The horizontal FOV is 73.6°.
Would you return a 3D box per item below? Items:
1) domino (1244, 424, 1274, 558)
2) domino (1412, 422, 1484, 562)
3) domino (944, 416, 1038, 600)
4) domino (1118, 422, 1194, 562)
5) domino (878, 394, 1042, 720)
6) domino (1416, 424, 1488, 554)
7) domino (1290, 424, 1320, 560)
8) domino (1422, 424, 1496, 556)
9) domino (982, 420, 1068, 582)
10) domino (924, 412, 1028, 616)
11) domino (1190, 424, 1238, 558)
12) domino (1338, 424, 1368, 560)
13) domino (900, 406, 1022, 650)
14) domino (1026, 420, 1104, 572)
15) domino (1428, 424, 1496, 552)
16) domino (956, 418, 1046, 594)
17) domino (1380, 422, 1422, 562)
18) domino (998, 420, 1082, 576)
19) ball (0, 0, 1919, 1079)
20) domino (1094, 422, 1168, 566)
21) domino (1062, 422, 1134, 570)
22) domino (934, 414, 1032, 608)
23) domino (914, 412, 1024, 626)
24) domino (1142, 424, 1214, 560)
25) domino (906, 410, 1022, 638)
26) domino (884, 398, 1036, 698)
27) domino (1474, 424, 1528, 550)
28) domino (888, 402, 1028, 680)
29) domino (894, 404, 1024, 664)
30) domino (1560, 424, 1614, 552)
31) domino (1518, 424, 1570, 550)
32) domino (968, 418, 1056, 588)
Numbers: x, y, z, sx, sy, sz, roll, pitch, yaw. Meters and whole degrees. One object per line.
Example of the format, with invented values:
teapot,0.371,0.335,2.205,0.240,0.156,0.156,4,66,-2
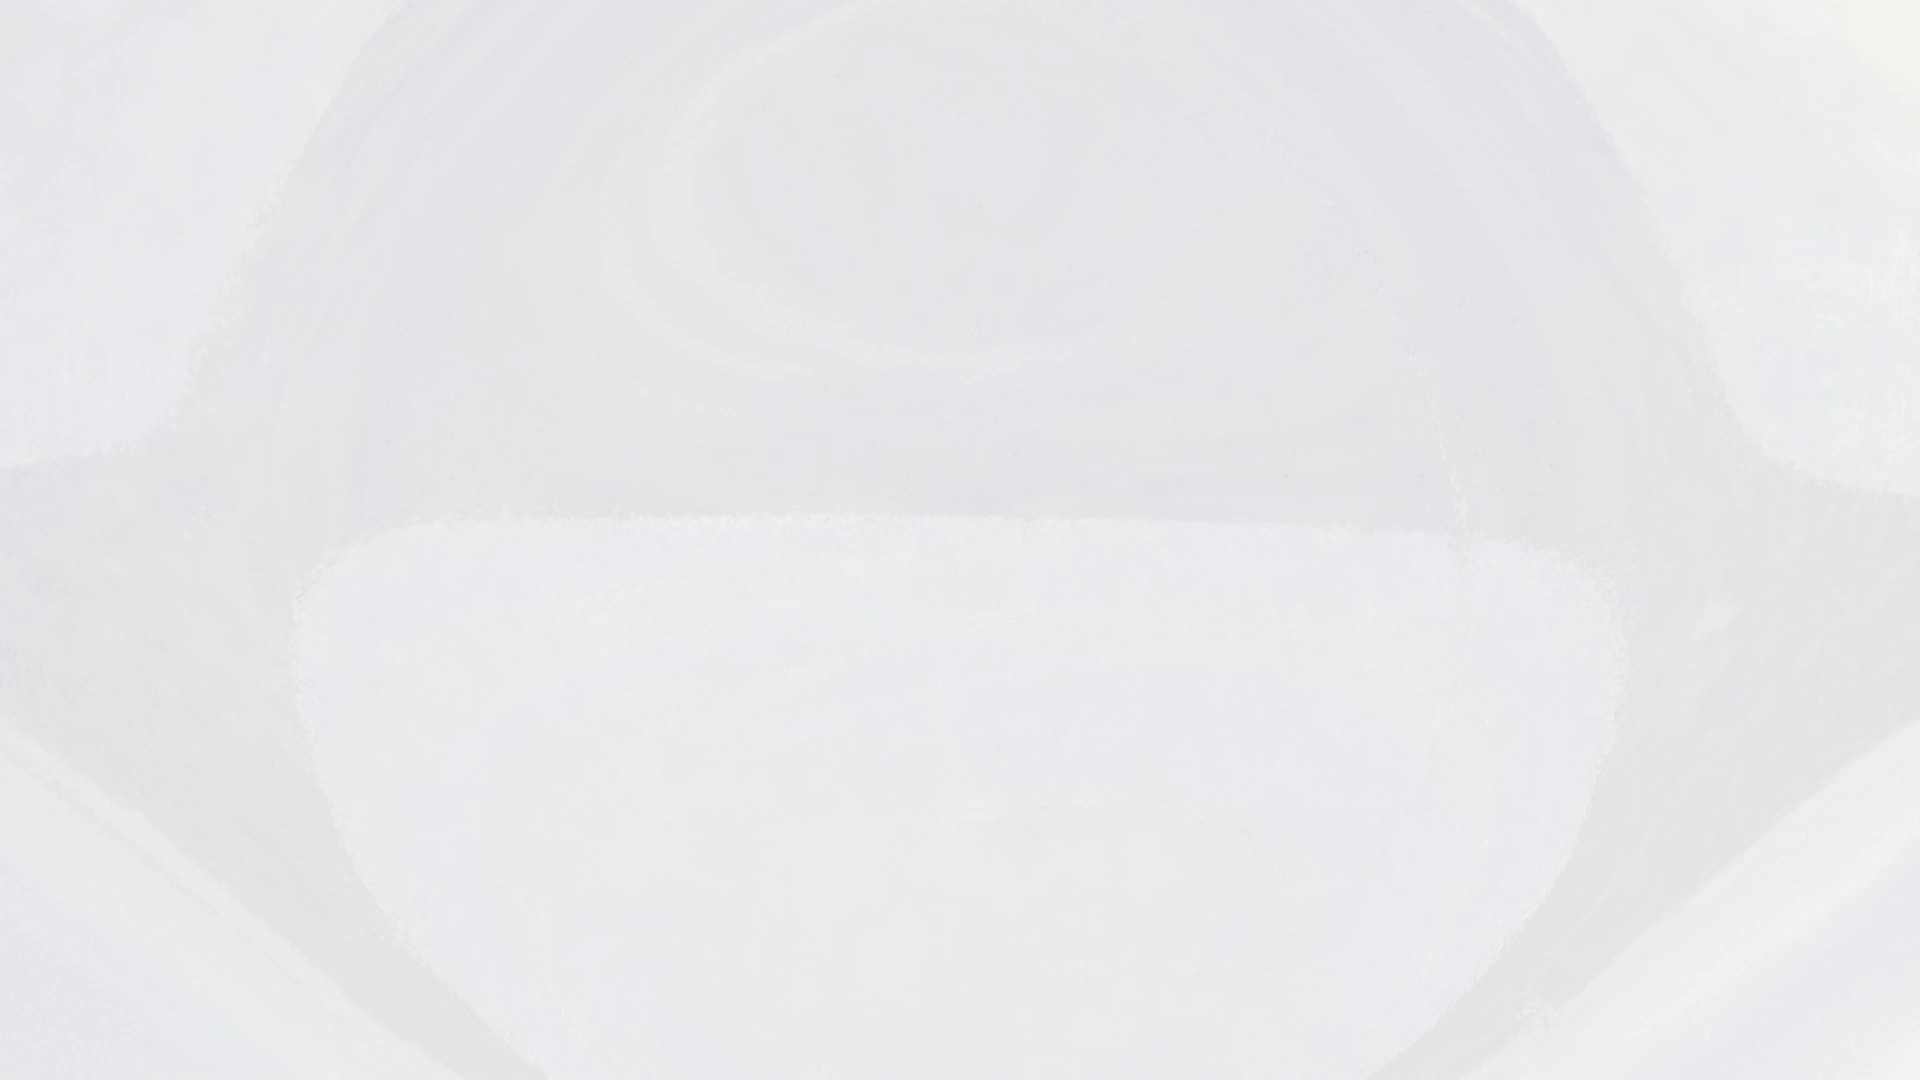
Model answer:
domino,0.114,-0.019,0.489,0.009,0.050,0.025,1,4,12
domino,0.180,-0.018,0.475,0.009,0.050,0.025,-2,5,-21
domino,0.009,-0.009,0.354,0.025,0.050,0.010,1,4,10
domino,0.072,-0.018,0.470,0.025,0.050,0.009,3,5,33
domino,0.000,0.002,0.201,0.025,0.050,0.009,0,4,0
domino,0.193,-0.020,0.505,0.025,0.050,0.009,2,5,20
domino,0.131,-0.019,0.485,0.009,0.050,0.025,1,4,16
domino,0.190,-0.019,0.490,0.025,0.050,0.009,2,5,21
domino,0.020,-0.013,0.404,0.025,0.050,0.009,1,4,17
domino,0.004,-0.006,0.320,0.025,0.050,0.010,0,4,6
domino,0.097,-0.019,0.491,0.009,0.050,0.025,-1,4,-8
domino,0.147,-0.018,0.480,0.009,0.050,0.025,1,4,16
domino,0.000,-0.003,0.269,0.025,0.050,0.009,0,4,2
domino,0.035,-0.015,0.434,0.025,0.050,0.009,4,6,40
domino,0.203,-0.021,0.519,0.010,0.050,0.025,-2,5,-24
domino,0.012,-0.010,0.371,0.025,0.050,0.010,1,4,12
domino,0.164,-0.018,0.476,0.009,0.050,0.025,1,4,11
domino,0.026,-0.014,0.420,0.025,0.050,0.009,2,5,25
ball,0.000,-0.002,0.056,0.080,0.080,0.080,0,4,0
domino,0.061,-0.017,0.457,0.009,0.050,0.025,-4,6,-41
domino,0.048,-0.016,0.446,0.009,0.050,0.025,-4,6,-40
domino,0.006,-0.008,0.337,0.025,0.050,0.010,1,4,8
domino,0.002,-0.005,0.303,0.025,0.050,0.010,0,4,5
domino,0.082,-0.019,0.483,0.009,0.050,0.025,-4,6,-44
domino,0.001,-0.004,0.286,0.025,0.050,0.009,0,4,3
domino,0.000,0.001,0.218,0.025,0.050,0.010,0,4,-1
domino,0.220,-0.022,0.522,0.009,0.050,0.025,0,4,-2
domino,0.000,0.000,0.235,0.025,0.050,0.009,0,4,0
domino,0.000,-0.001,0.252,0.025,0.050,0.009,0,4,1
domino,0.254,-0.021,0.520,0.009,0.050,0.025,0,4,5
domino,0.237,-0.022,0.522,0.009,0.050,0.025,0,4,3
domino,0.016,-0.011,0.387,0.025,0.050,0.009,1,4,14
